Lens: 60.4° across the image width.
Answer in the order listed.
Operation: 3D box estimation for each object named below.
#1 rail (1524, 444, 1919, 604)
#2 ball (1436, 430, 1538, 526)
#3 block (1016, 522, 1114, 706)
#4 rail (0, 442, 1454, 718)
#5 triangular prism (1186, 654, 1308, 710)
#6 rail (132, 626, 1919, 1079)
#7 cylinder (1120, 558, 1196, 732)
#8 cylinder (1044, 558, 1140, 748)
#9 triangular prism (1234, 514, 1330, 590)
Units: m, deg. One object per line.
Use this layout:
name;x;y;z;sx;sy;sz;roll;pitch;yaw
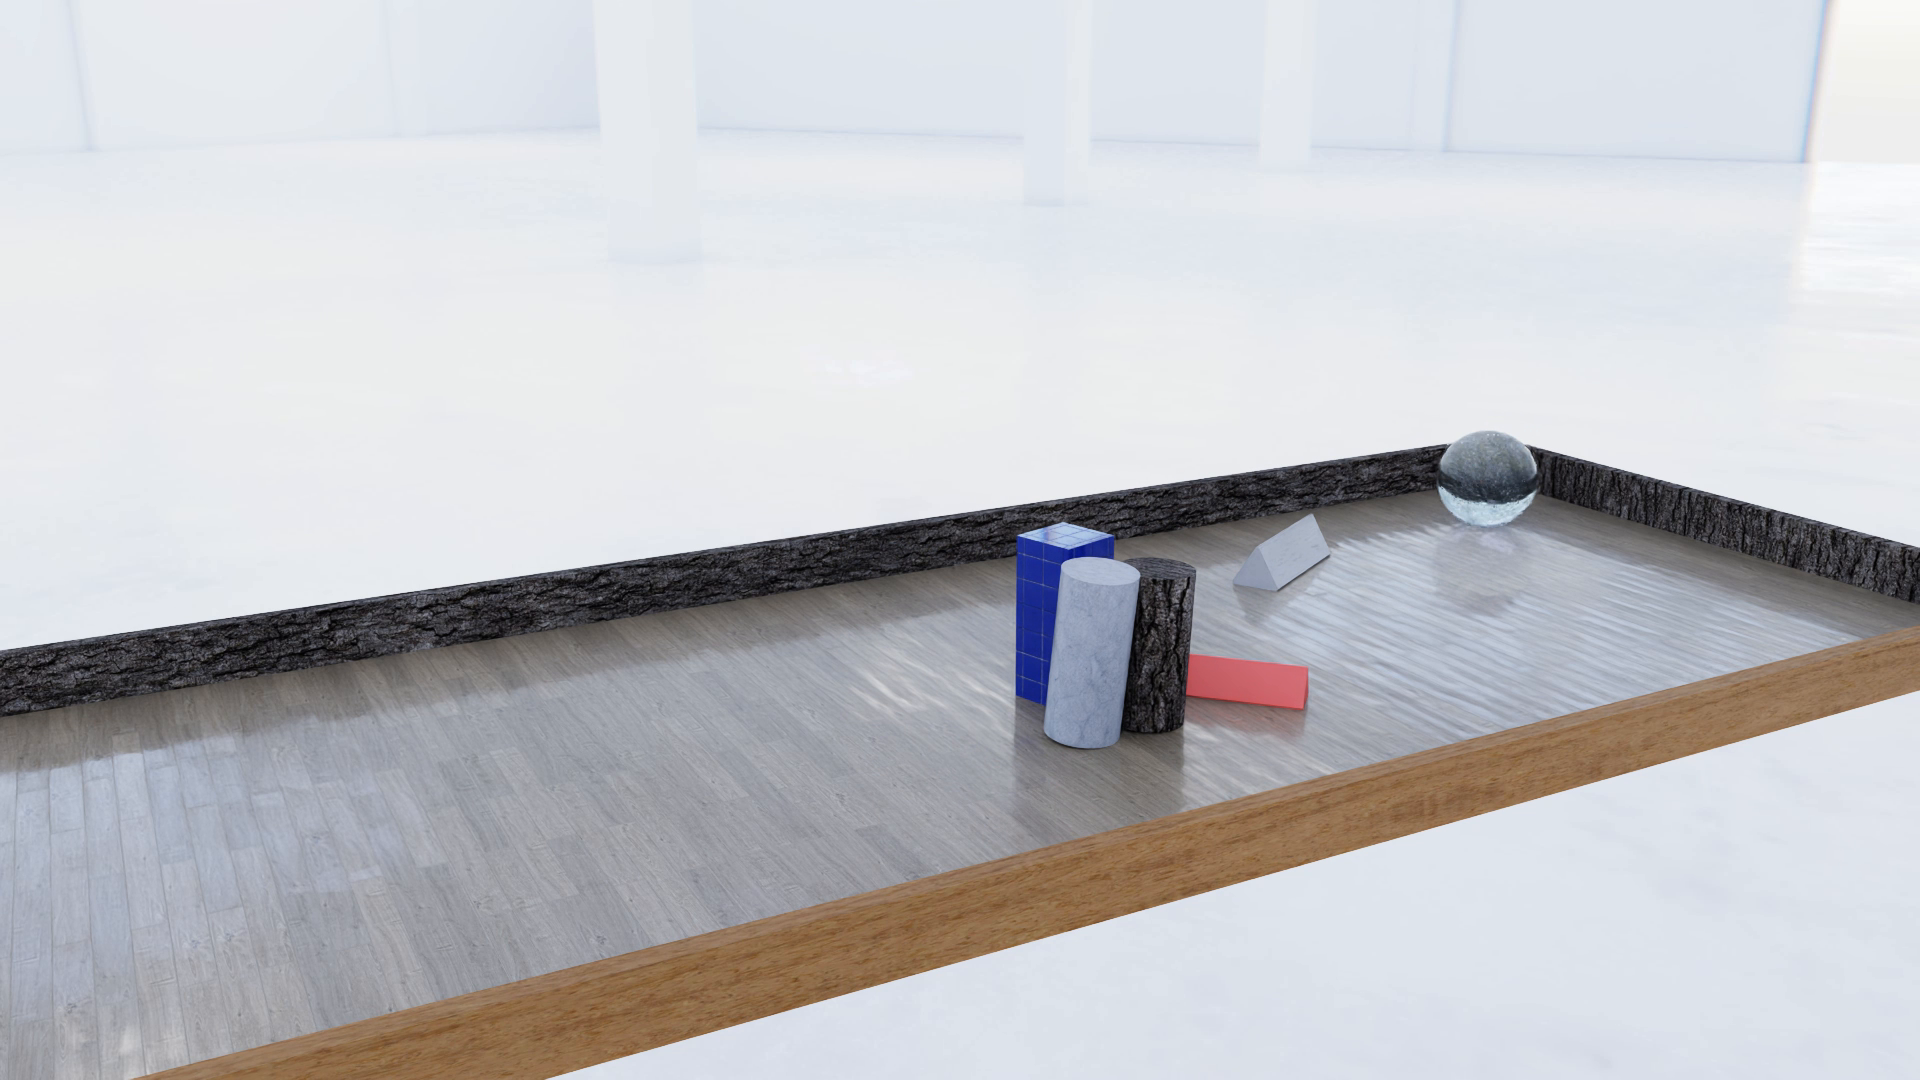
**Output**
rail;2.466;-0.048;5.253;0.050;0.150;2.100;-9;18;-27
ball;1.751;-0.205;5.480;0.322;0.322;0.322;0;16;0
block;0.253;0.185;3.998;0.165;0.409;0.165;-16;23;-43
rail;-3.305;0.497;3.399;12.000;0.150;0.050;-9;18;-27
triangular prism;0.628;0.330;4.063;0.447;0.090;0.104;5;17;18
rail;-2.336;1.006;1.665;12.000;0.150;0.050;-9;18;-27
cylinder;0.447;0.244;3.855;0.179;0.371;0.179;2;15;-1
cylinder;0.298;0.256;3.753;0.178;0.397;0.178;5;19;-2
triangular prism;0.989;0.027;5.033;0.142;0.123;0.434;11;19;31
